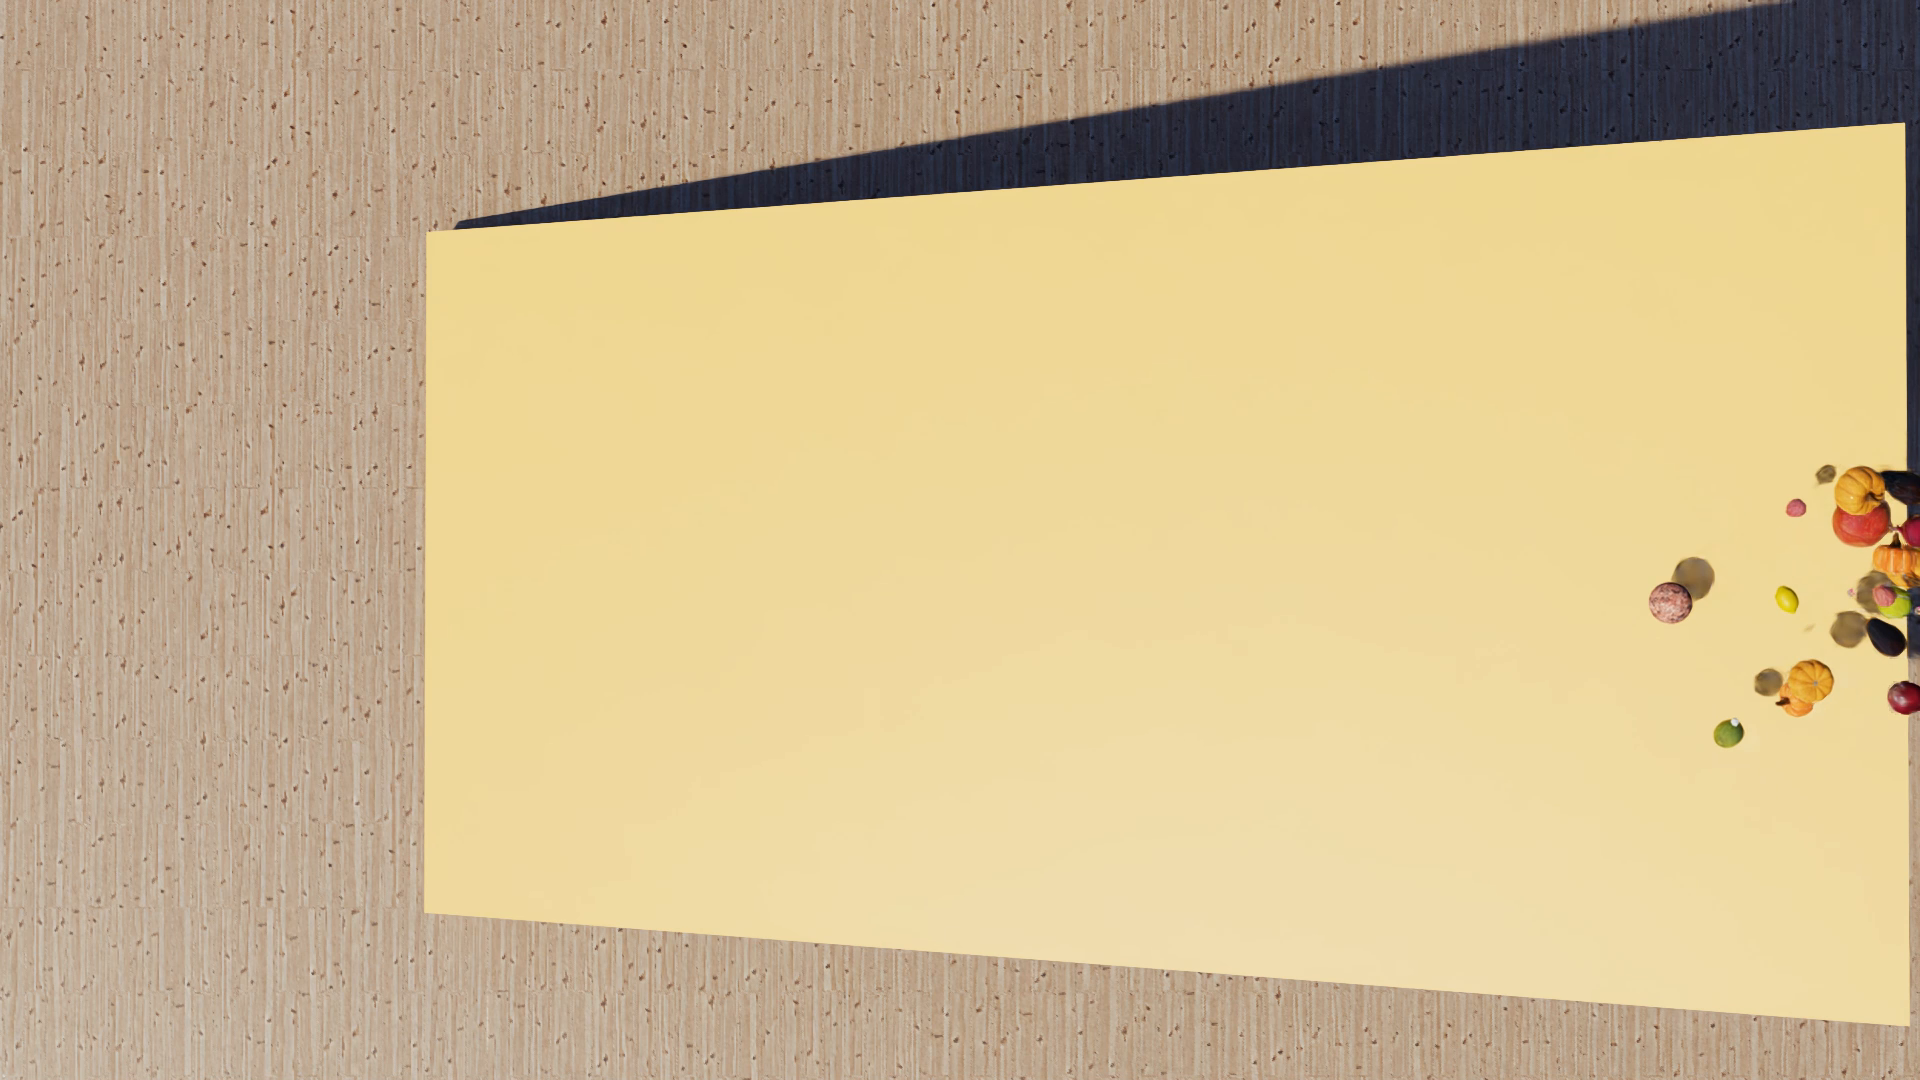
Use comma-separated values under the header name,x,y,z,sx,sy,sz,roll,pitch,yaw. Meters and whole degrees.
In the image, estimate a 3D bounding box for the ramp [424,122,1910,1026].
name,x,y,z,sx,sy,sz,roll,pitch,yaw
ramp,0.283,0.084,5.711,4.000,0.100,2.000,0,89,24

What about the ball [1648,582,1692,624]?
name,x,y,z,sx,sy,sz,roll,pitch,yaw
ball,1.598,0.141,4.946,0.095,0.095,0.095,0,89,0
